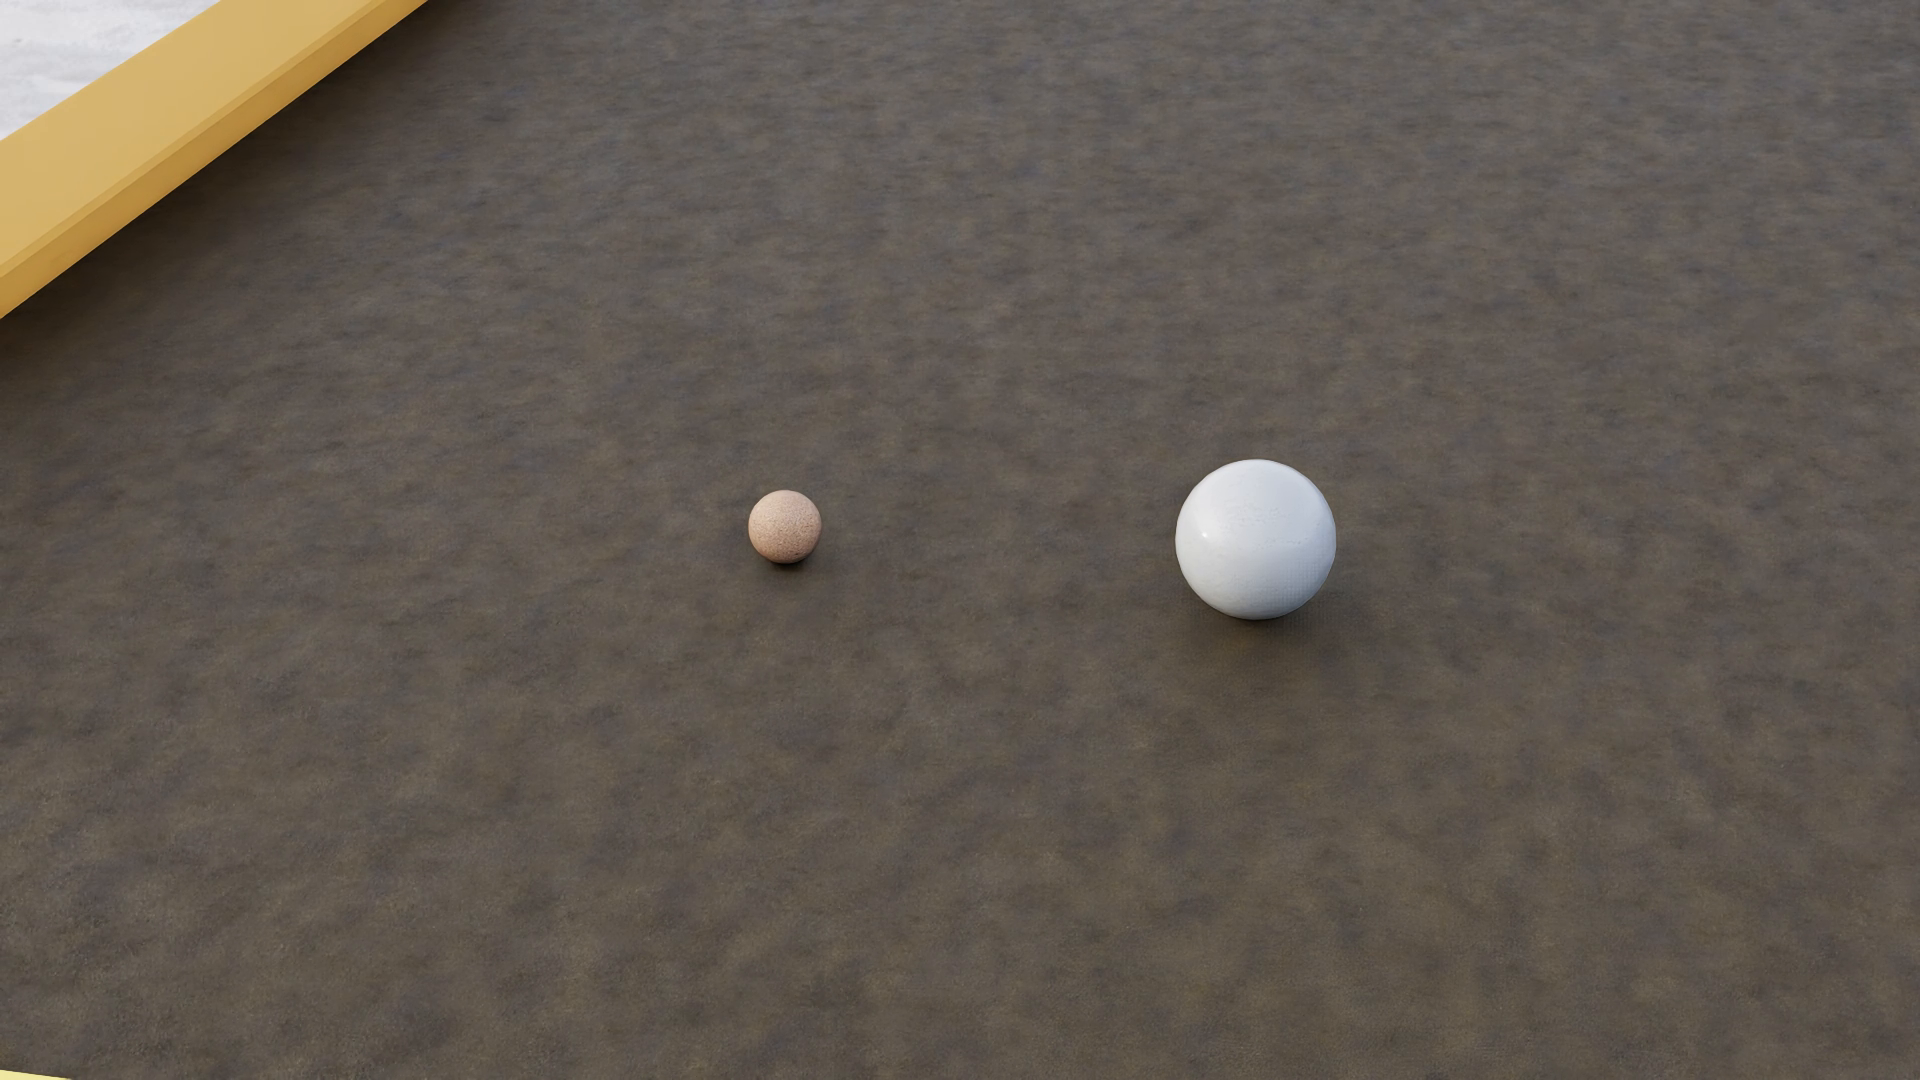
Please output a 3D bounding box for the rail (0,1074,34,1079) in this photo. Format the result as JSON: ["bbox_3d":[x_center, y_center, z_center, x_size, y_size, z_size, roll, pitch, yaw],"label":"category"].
[{"bbox_3d":[-0.147,0.285,1.190,1.638,0.129,0.045,5,27,11],"label":"rail"}]

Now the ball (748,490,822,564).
[{"bbox_3d":[-0.112,-0.008,1.880,0.047,0.047,0.047,0,26,0],"label":"ball"}]

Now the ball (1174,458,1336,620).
[{"bbox_3d":[0.181,0.000,1.805,0.099,0.099,0.099,0,26,0],"label":"ball"}]

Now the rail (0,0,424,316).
[{"bbox_3d":[-0.627,-0.418,2.617,0.045,0.129,2.965,5,27,11],"label":"rail"}]
